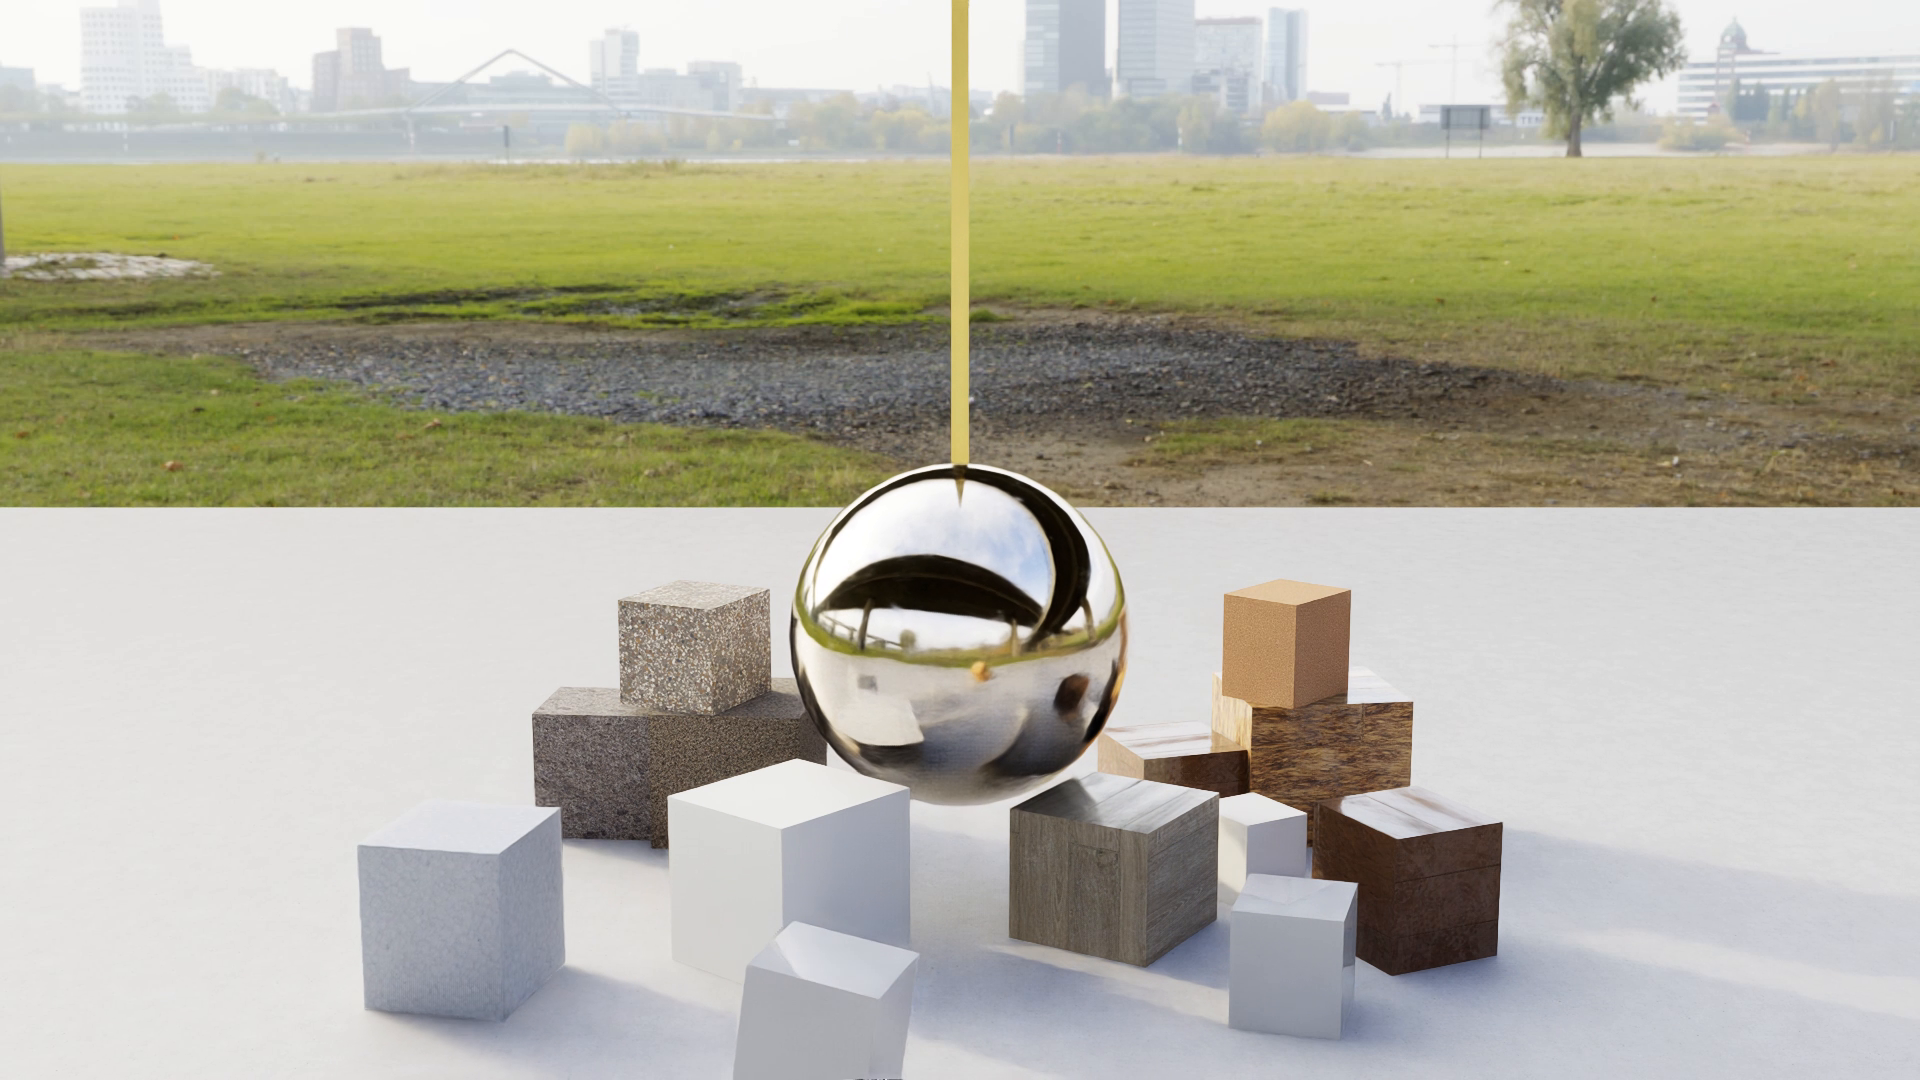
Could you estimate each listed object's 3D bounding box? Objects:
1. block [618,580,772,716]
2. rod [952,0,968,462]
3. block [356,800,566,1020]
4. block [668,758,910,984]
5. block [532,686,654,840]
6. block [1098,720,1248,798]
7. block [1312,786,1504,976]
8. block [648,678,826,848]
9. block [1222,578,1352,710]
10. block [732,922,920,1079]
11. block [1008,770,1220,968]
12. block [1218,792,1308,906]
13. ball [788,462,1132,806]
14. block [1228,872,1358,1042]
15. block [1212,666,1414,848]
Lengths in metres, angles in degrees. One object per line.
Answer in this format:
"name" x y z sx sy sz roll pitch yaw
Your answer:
"block" -1.348 0.540 11.220 0.546 0.538 0.575 5 11 25
"rod" 0.000 -2.960 10.211 0.080 5.200 0.080 0 1 0
"block" -2.070 1.530 9.186 0.611 0.698 0.647 2 10 12
"block" -0.736 1.448 9.556 0.696 0.733 0.777 9 14 40
"block" -1.835 1.152 11.411 0.610 0.651 0.565 1 10 4
"block" 1.075 1.259 11.240 0.558 0.501 0.607 -3 11 -18
"block" 1.959 1.487 9.690 0.563 0.607 0.604 -5 11 -25
"block" -1.130 1.142 11.348 0.761 0.693 0.823 1 10 6
"block" 1.653 0.518 11.131 0.426 0.525 0.514 9 14 40
"block" -0.491 1.783 7.969 0.497 0.575 0.459 12 13 15
"block" 0.696 1.458 9.873 0.684 0.599 0.706 6 12 31
"block" 1.363 1.464 10.352 0.354 0.415 0.398 -6 12 -30
"ball" 0.000 0.439 10.264 1.600 1.600 1.600 0 10 0
"block" 1.355 1.683 8.924 0.446 0.495 0.475 3 11 16
"block" 1.803 1.114 11.380 0.834 0.736 0.753 -2 10 -8
